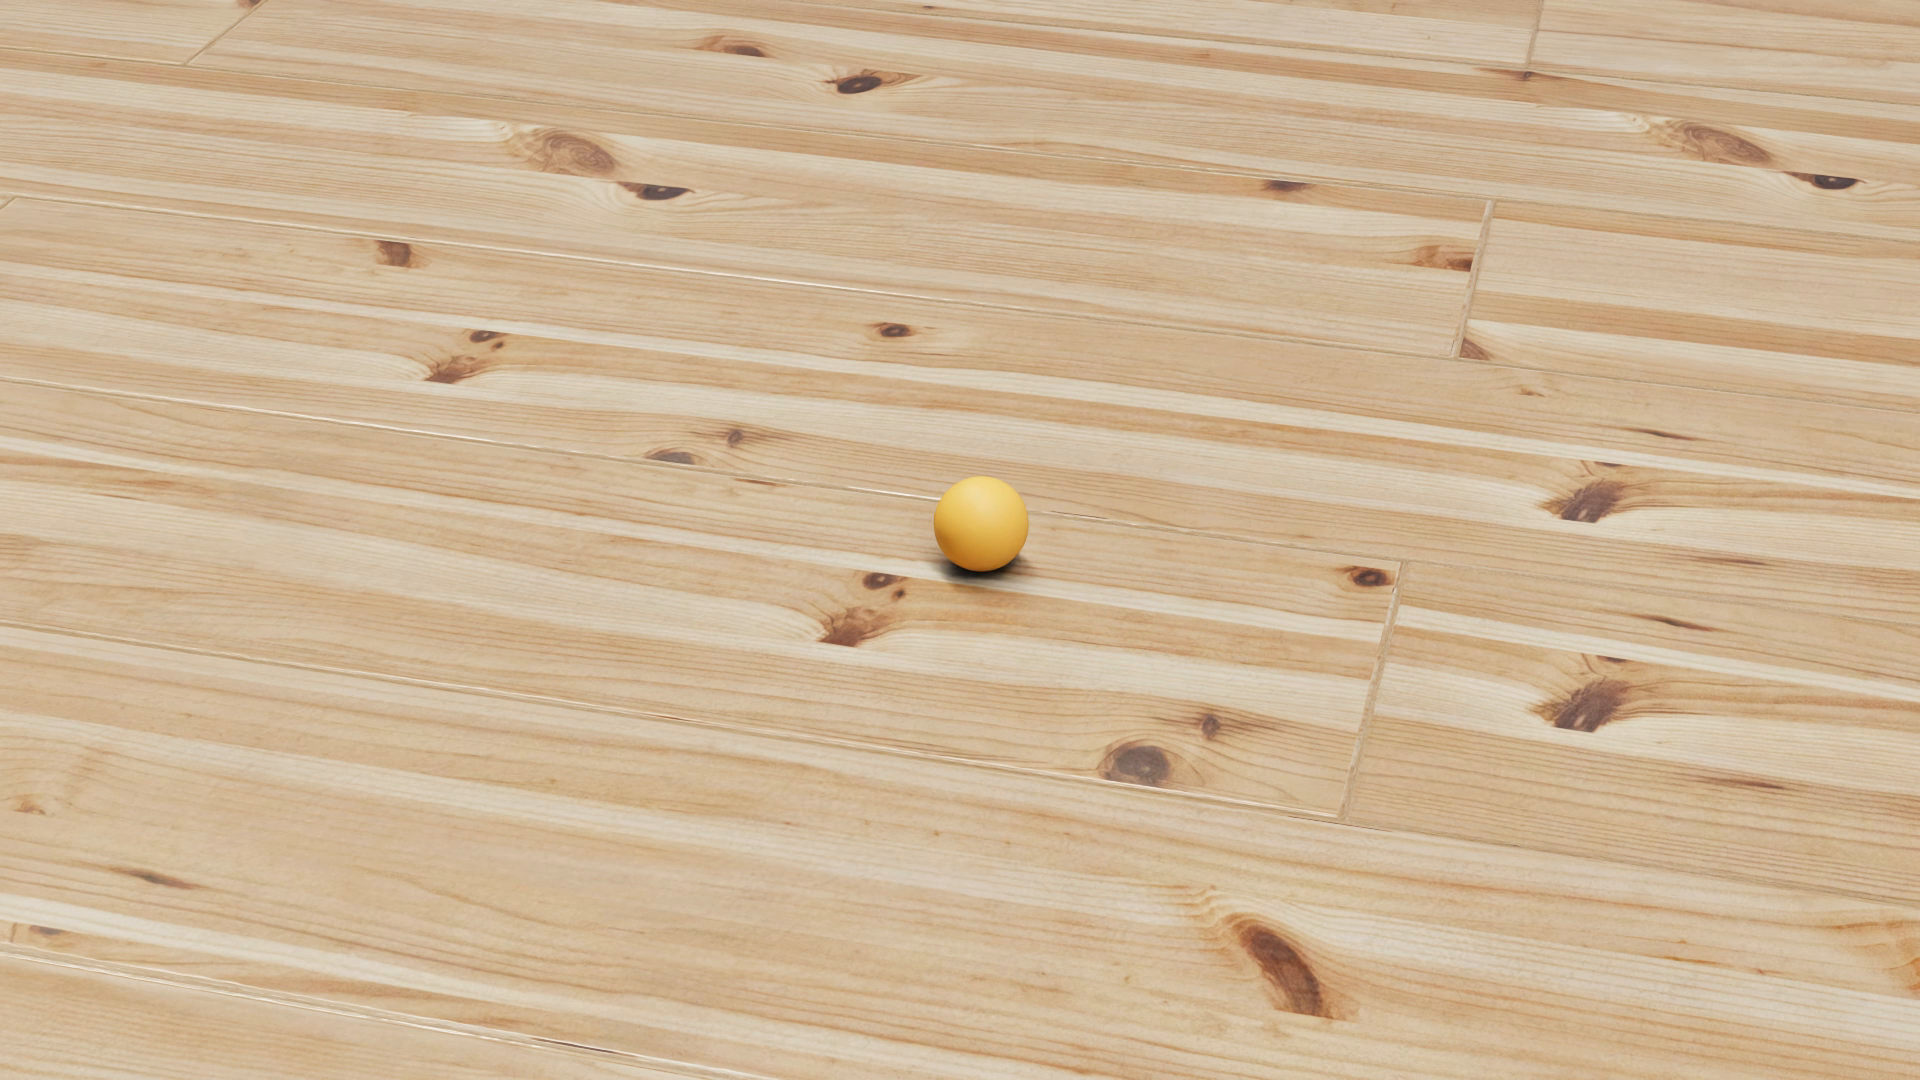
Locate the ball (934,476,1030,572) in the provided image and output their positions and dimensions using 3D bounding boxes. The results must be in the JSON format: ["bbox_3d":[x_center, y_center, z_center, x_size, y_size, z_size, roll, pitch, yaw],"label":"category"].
[{"bbox_3d":[0.012,-0.009,1.614,0.052,0.052,0.052,0,31,0],"label":"ball"}]
